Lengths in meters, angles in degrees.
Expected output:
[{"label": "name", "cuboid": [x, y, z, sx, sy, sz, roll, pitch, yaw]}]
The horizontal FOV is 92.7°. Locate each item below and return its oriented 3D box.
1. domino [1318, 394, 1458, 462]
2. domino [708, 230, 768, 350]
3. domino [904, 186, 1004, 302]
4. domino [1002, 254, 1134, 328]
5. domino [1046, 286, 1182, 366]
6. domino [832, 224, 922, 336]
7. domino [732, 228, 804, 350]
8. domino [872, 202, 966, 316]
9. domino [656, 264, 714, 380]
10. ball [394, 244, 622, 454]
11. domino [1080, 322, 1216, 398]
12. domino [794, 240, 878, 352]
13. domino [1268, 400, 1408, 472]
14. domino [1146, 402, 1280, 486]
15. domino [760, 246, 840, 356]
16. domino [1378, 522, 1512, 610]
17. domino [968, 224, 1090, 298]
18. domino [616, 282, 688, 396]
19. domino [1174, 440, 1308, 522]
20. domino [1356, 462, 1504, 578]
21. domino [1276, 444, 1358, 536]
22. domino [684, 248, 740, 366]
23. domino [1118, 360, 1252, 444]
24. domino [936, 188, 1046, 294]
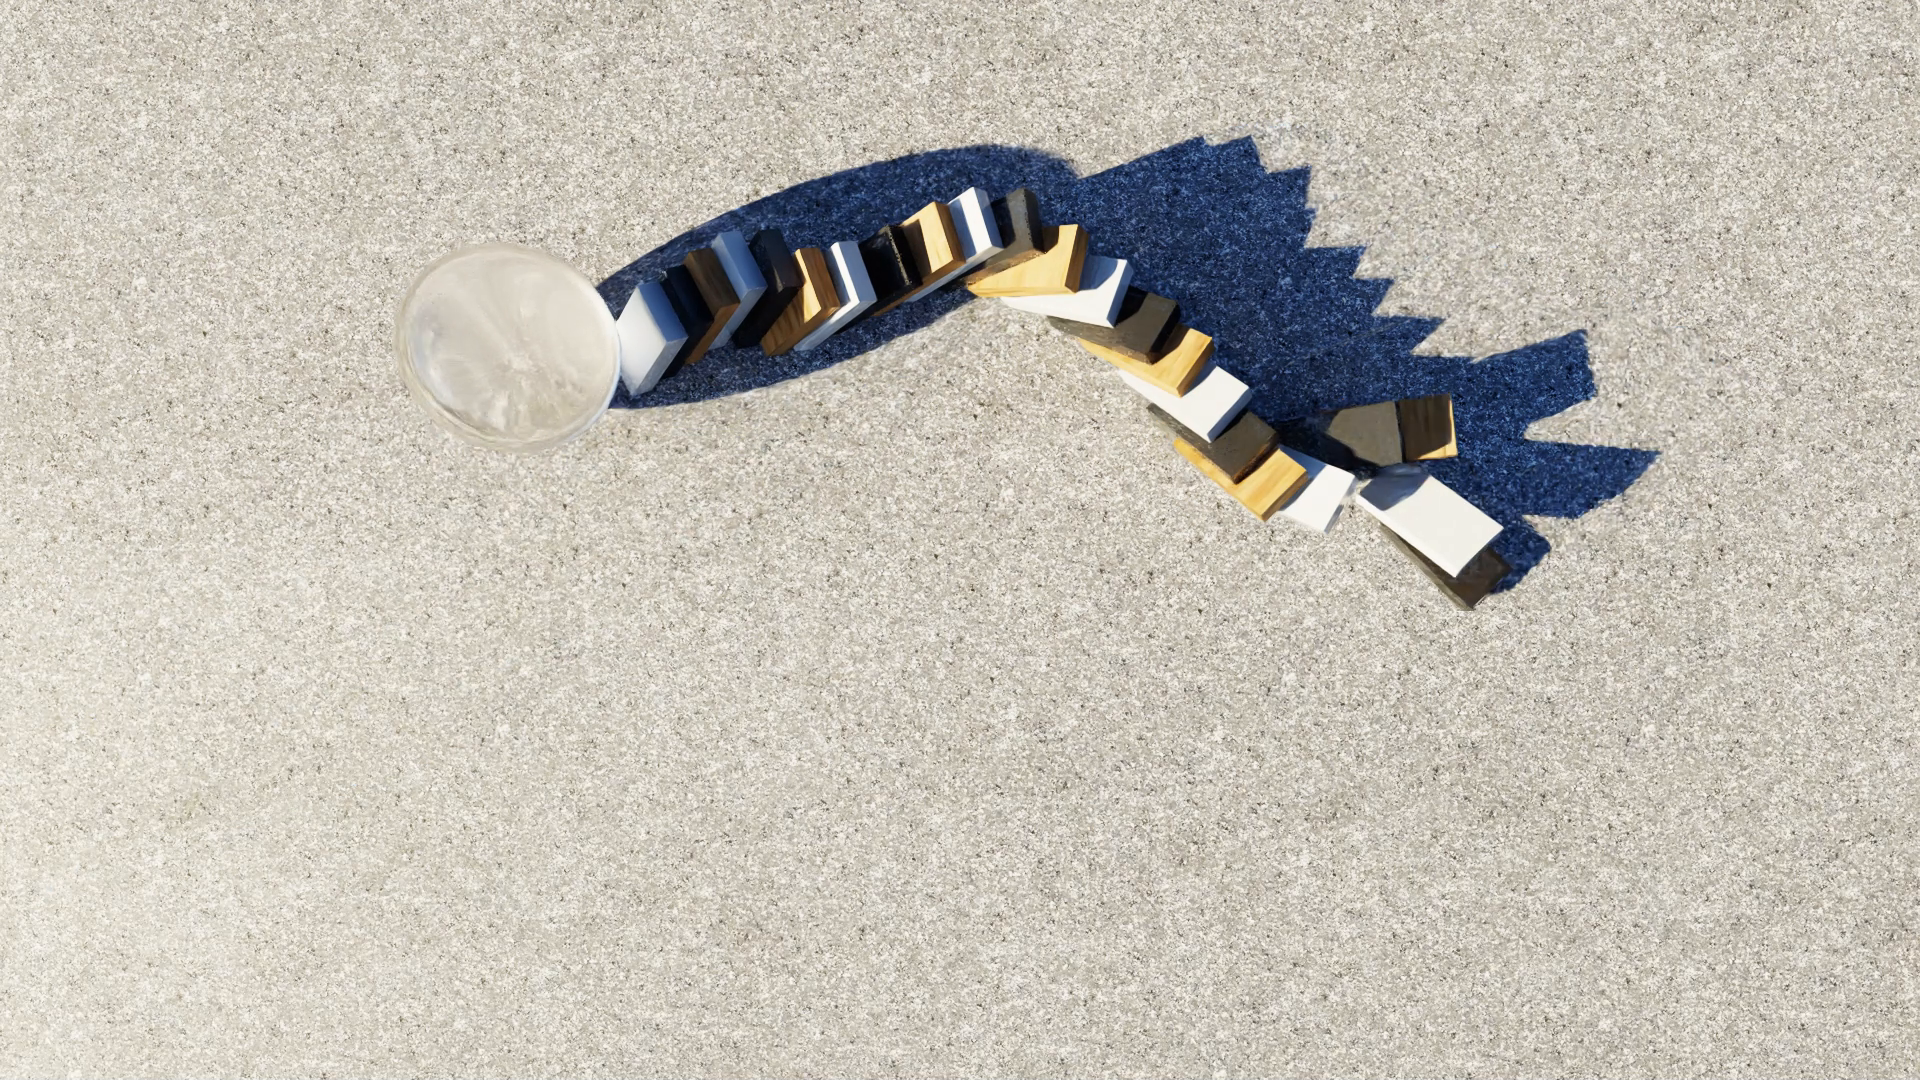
[{"label": "domino", "cuboid": [0.179, -0.045, 0.386, 0.050, 0.009, 0.025, -6, 86, 21]}, {"label": "domino", "cuboid": [-0.098, -0.102, 0.377, 0.009, 0.050, 0.025, -26, 88, -39]}, {"label": "domino", "cuboid": [-0.008, -0.122, 0.381, 0.050, 0.009, 0.025, -20, 85, 36]}, {"label": "domino", "cuboid": [0.044, -0.107, 0.384, 0.050, 0.010, 0.025, 20, 90, 30]}, {"label": "domino", "cuboid": [0.064, -0.094, 0.383, 0.050, 0.010, 0.025, 30, 87, 30]}, {"label": "domino", "cuboid": [-0.041, -0.107, 0.382, 0.050, 0.010, 0.025, -20, 90, 36]}, {"label": "domino", "cuboid": [-0.083, -0.102, 0.377, 0.010, 0.050, 0.025, -20, 84, -39]}, {"label": "domino", "cuboid": [-0.023, -0.116, 0.381, 0.050, 0.010, 0.025, -21, 84, 36]}, {"label": "domino", "cuboid": [-0.120, -0.088, 0.378, 0.010, 0.050, 0.025, -28, 90, -39]}, {"label": "ball", "cuboid": [-0.175, -0.074, 0.360, 0.080, 0.080, 0.080, 0, 90, 0]}, {"label": "domino", "cuboid": [0.078, -0.082, 0.384, 0.050, 0.009, 0.025, 35, 90, 29]}, {"label": "domino", "cuboid": [-0.056, -0.100, 0.378, 0.009, 0.050, 0.025, -20, 90, -42]}, {"label": "domino", "cuboid": [0.157, -0.041, 0.382, 0.050, 0.009, 0.025, -8, 90, 36]}, {"label": "domino", "cuboid": [0.105, -0.048, 0.382, 0.025, 0.010, 0.050, -46, 59, 6]}, {"label": "domino", "cuboid": [-0.069, -0.097, 0.378, 0.009, 0.050, 0.025, -20, 90, -39]}, {"label": "domino", "cuboid": [0.209, 0.003, 0.395, 0.050, 0.010, 0.025, 45, 90, 0]}, {"label": "domino", "cuboid": [0.028, -0.115, 0.380, 0.050, 0.009, 0.025, 11, 88, 39]}, {"label": "domino", "cuboid": [-0.130, -0.082, 0.378, 0.010, 0.050, 0.025, -28, 90, -39]}, {"label": "domino", "cuboid": [0.116, -0.033, 0.382, 0.025, 0.009, 0.050, -46, 59, 6]}, {"label": "domino", "cuboid": [0.195, -0.011, 0.383, 0.025, 0.010, 0.050, -44, 63, 1]}, {"label": "domino", "cuboid": [0.135, -0.025, 0.381, 0.050, 0.010, 0.025, 31, 95, 33]}, {"label": "domino", "cuboid": [-0.109, -0.095, 0.378, 0.009, 0.050, 0.025, -28, 89, -39]}, {"label": "domino", "cuboid": [0.093, -0.065, 0.382, 0.025, 0.009, 0.050, -48, 59, 4]}, {"label": "domino", "cuboid": [0.010, -0.123, 0.381, 0.050, 0.010, 0.025, -11, 85, 37]}]
